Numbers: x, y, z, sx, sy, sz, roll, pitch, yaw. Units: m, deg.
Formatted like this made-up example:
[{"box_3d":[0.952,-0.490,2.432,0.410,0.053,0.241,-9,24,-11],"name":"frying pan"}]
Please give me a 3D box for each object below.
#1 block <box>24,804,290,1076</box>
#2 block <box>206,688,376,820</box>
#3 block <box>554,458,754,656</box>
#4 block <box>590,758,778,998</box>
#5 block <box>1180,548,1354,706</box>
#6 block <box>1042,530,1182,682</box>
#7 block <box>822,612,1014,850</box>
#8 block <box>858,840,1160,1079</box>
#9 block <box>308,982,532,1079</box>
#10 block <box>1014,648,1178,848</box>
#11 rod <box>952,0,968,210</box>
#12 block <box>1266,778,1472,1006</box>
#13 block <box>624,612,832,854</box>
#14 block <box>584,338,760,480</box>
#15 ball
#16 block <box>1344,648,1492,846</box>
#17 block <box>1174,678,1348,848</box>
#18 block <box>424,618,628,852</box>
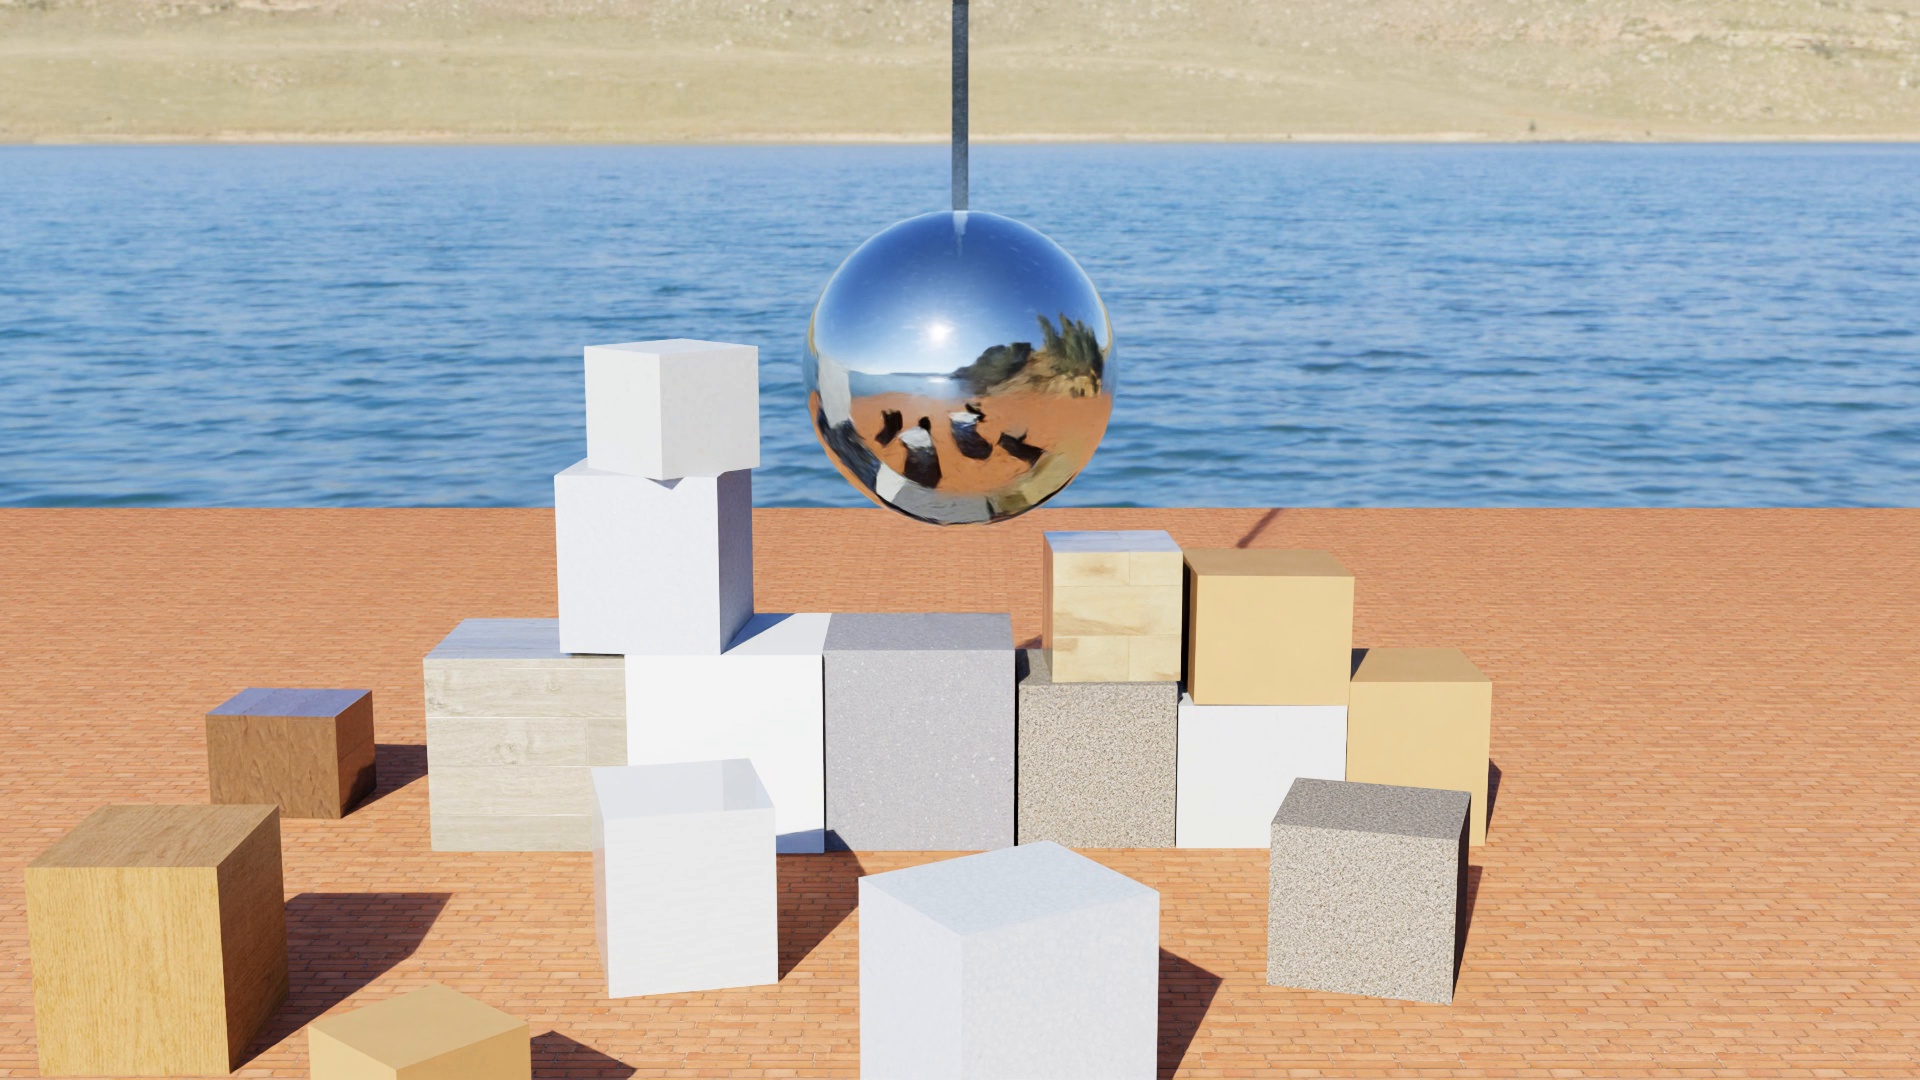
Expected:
[{"box_3d":[-3.144,1.559,8.682,0.719,0.826,0.790,0,10,-1],"name":"block"},{"box_3d":[-3.571,1.135,11.778,0.693,0.552,0.577,1,10,4],"name":"block"},{"box_3d":[-1.534,0.044,11.192,0.800,0.883,0.925,1,10,5],"name":"block"},{"box_3d":[-1.200,1.439,9.494,0.705,0.771,0.766,-2,11,-13],"name":"block"},{"box_3d":[1.546,0.433,11.263,0.772,0.651,0.782,0,10,-1],"name":"block"},{"box_3d":[0.768,0.330,11.226,0.641,0.656,0.609,0,10,-3],"name":"block"},{"box_3d":[-0.207,0.971,11.351,0.948,1.028,0.874,0,10,0],"name":"block"},{"box_3d":[0.173,1.665,8.054,0.840,0.842,0.709,-6,12,-31],"name":"block"},{"box_3d":[-1.856,1.915,7.583,0.545,0.519,0.526,10,14,42],"name":"block"},{"box_3d":[0.685,1.063,11.371,0.785,0.840,0.799,0,10,0],"name":"block"},{"box_3d":[0.000,-4.198,10.446,0.080,5.200,0.080,0,11,0],"name":"rod"},{"box_3d":[1.760,1.485,9.422,0.764,0.707,0.708,3,11,17],"name":"block"},{"box_3d":[-1.163,0.977,11.360,0.965,1.013,0.984,0,10,0],"name":"block"},{"box_3d":[-1.426,-0.660,10.909,0.598,0.603,0.611,10,14,44],"name":"block"},{"box_3d":[0.000,-0.859,11.092,1.600,1.600,1.600,0,10,0],"name":"ball"},{"box_3d":[2.290,1.058,11.376,0.710,0.848,0.744,0,10,0],"name":"block"},{"box_3d":[1.505,1.115,11.379,0.837,0.734,0.802,0,10,0],"name":"block"},{"box_3d":[-2.145,0.988,11.367,0.993,0.989,0.929,0,10,0],"name":"block"}]
